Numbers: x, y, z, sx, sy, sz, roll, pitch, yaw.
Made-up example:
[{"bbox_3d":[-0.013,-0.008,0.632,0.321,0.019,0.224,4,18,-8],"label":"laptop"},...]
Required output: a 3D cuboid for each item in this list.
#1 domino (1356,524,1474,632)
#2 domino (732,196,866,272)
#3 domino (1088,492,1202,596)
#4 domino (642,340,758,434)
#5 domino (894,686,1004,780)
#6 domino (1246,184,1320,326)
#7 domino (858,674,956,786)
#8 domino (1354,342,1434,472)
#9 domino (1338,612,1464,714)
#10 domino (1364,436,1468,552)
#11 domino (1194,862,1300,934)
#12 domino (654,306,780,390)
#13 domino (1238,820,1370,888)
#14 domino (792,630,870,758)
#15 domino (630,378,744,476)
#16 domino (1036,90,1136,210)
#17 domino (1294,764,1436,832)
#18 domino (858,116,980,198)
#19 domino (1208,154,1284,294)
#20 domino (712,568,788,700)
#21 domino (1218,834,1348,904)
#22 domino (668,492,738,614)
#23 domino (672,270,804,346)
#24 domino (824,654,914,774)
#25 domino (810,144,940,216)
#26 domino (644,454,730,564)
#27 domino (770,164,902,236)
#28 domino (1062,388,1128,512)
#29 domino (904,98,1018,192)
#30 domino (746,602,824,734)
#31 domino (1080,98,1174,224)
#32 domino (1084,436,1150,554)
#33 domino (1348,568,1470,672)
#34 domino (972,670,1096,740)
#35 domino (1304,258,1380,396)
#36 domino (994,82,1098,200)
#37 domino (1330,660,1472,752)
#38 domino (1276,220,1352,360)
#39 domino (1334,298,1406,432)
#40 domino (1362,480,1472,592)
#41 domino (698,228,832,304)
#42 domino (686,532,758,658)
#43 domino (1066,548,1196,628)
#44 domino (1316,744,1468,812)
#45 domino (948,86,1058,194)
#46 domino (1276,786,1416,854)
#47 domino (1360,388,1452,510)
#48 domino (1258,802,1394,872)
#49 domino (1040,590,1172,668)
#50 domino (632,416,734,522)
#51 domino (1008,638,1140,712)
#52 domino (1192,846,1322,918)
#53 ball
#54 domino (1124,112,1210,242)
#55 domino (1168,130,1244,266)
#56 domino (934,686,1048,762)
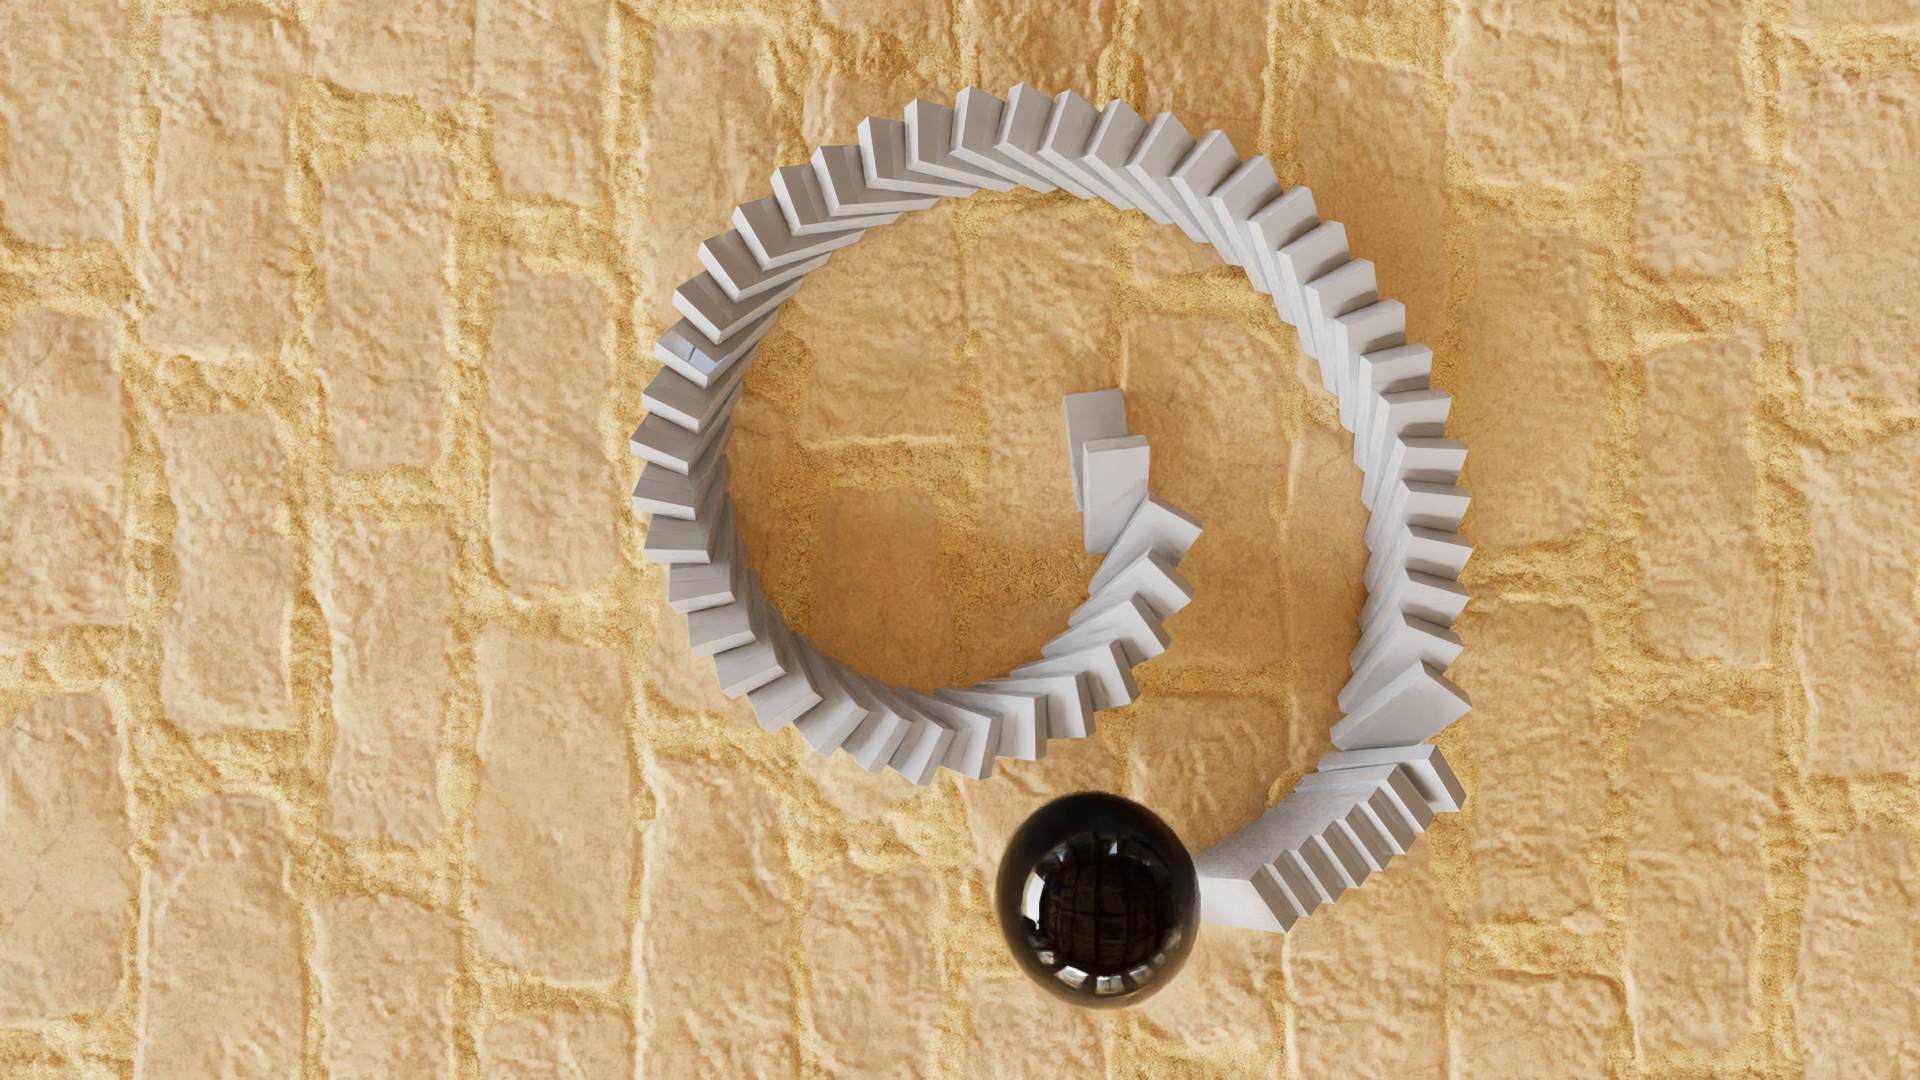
[{"bbox_3d":[0.189,0.019,0.382,0.025,0.009,0.050,11,123,0],"label":"domino"},{"bbox_3d":[-0.066,-0.132,0.382,0.050,0.009,0.025,-31,90,-34],"label":"domino"},{"bbox_3d":[0.077,0.007,0.384,0.025,0.010,0.050,29,119,0],"label":"domino"},{"bbox_3d":[-0.107,-0.069,0.382,0.025,0.010,0.050,26,56,0],"label":"domino"},{"bbox_3d":[-0.008,0.080,0.382,0.050,0.010,0.025,12,90,34],"label":"domino"},{"bbox_3d":[0.140,-0.118,0.382,0.025,0.009,0.050,-35,123,0],"label":"domino"},{"bbox_3d":[-0.028,0.078,0.382,0.050,0.009,0.025,26,90,35],"label":"domino"},{"bbox_3d":[0.180,-0.055,0.382,0.025,0.010,0.050,-12,123,0],"label":"domino"},{"bbox_3d":[0.183,0.056,0.383,0.025,0.010,0.050,21,123,0],"label":"domino"},{"bbox_3d":[0.189,-0.018,0.382,0.025,0.009,0.050,2,123,0],"label":"domino"},{"bbox_3d":[0.112,0.146,0.376,0.010,0.050,0.025,-35,90,-29],"label":"domino"},{"bbox_3d":[-0.101,-0.087,0.382,0.025,0.009,0.050,34,56,0],"label":"domino"},{"bbox_3d":[0.139,0.128,0.376,0.010,0.050,0.025,-35,90,-29],"label":"domino"},{"bbox_3d":[-0.062,0.063,0.382,0.025,0.009,0.050,-48,55,0],"label":"domino"},{"bbox_3d":[-0.113,-0.052,0.382,0.025,0.010,0.050,22,56,0],"label":"domino"},{"bbox_3d":[0.057,-0.162,0.382,0.050,0.009,0.025,19,89,-33],"label":"domino"},{"bbox_3d":[0.164,0.107,0.376,0.009,0.050,0.025,-37,90,-30],"label":"domino"},{"bbox_3d":[-0.017,-0.159,0.382,0.050,0.010,0.025,-8,90,-33],"label":"domino"},{"bbox_3d":[0.126,-0.131,0.382,0.025,0.009,0.050,-43,123,0],"label":"domino"},{"bbox_3d":[-0.091,0.038,0.382,0.025,0.009,0.050,-25,55,0],"label":"domino"},{"bbox_3d":[0.130,0.134,0.376,0.009,0.050,0.025,-35,90,-29],"label":"domino"},{"bbox_3d":[-0.107,0.005,0.382,0.025,0.010,0.050,-10,56,0],"label":"domino"},{"bbox_3d":[-0.092,-0.104,0.382,0.025,0.010,0.050,43,56,0],"label":"domino"},{"bbox_3d":[-0.045,0.072,0.382,0.050,0.009,0.025,33,90,35],"label":"domino"},{"bbox_3d":[-0.035,-0.151,0.382,0.050,0.010,0.025,-18,90,-33],"label":"domino"},{"bbox_3d":[-0.113,-0.014,0.382,0.025,0.010,0.050,1,56,0],"label":"domino"},{"bbox_3d":[-0.051,-0.143,0.382,0.050,0.009,0.025,-21,90,-33],"label":"domino"},{"bbox_3d":[0.060,-0.038,0.395,0.025,0.009,0.050,-7,90,0],"label":"domino"},{"bbox_3d":[0.001,-0.164,0.382,0.050,0.010,0.025,-1,90,-34],"label":"domino"},{"bbox_3d":[-0.079,0.052,0.382,0.025,0.009,0.050,-35,55,0],"label":"domino"},{"bbox_3d":[0.075,-0.157,0.382,0.050,0.009,0.025,25,90,-33],"label":"domino"},{"bbox_3d":[0.065,-0.018,0.382,0.025,0.010,0.050,-6,124,-1],"label":"domino"},{"bbox_3d":[0.187,0.037,0.383,0.025,0.010,0.050,15,123,0],"label":"domino"},{"bbox_3d":[0.030,0.070,0.382,0.050,0.009,0.025,-11,90,34],"label":"domino"},{"bbox_3d":[0.162,-0.088,0.382,0.025,0.009,0.050,-27,123,0],"label":"domino"},{"bbox_3d":[0.039,-0.165,0.382,0.050,0.009,0.025,16,89,-33],"label":"domino"},{"bbox_3d":[0.183,0.074,0.382,0.025,0.009,0.050,35,122,-5],"label":"domino"},{"bbox_3d":[0.151,-0.104,0.382,0.025,0.010,0.050,-31,123,0],"label":"domino"},{"bbox_3d":[0.172,-0.072,0.382,0.025,0.009,0.050,-20,123,0],"label":"domino"},{"bbox_3d":[0.190,0.000,0.382,0.025,0.009,0.050,6,123,0],"label":"domino"},{"bbox_3d":[-0.081,-0.120,0.382,0.050,0.009,0.025,-37,90,-34],"label":"domino"},{"bbox_3d":[-0.100,0.022,0.382,0.025,0.010,0.050,-17,56,0],"label":"domino"},{"bbox_3d":[0.071,0.028,0.381,0.025,0.010,0.050,44,126,-1],"label":"domino"},{"bbox_3d":[0.176,0.099,0.376,0.010,0.050,0.025,-38,98,-36],"label":"domino"},{"bbox_3d":[0.020,-0.166,0.382,0.050,0.009,0.025,8,90,-33],"label":"domino"},{"bbox_3d":[0.157,0.116,0.376,0.009,0.050,0.025,-37,90,-30],"label":"domino"},{"bbox_3d":[0.185,-0.037,0.382,0.025,0.009,0.050,-6,123,0],"label":"domino"},{"bbox_3d":[0.148,0.122,0.376,0.009,0.050,0.025,-37,90,-30],"label":"domino"},{"bbox_3d":[0.060,0.044,0.382,0.050,0.009,0.025,-35,90,35],"label":"domino"},{"bbox_3d":[-0.115,-0.033,0.382,0.025,0.010,0.050,11,55,0],"label":"domino"},{"bbox_3d":[0.047,0.060,0.382,0.050,0.010,0.025,-22,90,35],"label":"domino"},{"bbox_3d":[0.121,0.139,0.376,0.009,0.050,0.025,-35,90,-29],"label":"domino"},{"bbox_3d":[0.054,0.140,0.360,0.080,0.080,0.080,0,90,0],"label":"ball"},{"bbox_3d":[0.093,-0.150,0.382,0.050,0.010,0.025,32,90,-33],"label":"domino"},{"bbox_3d":[0.110,-0.142,0.382,0.025,0.009,0.050,-50,123,0],"label":"domino"},{"bbox_3d":[0.012,0.076,0.382,0.050,0.010,0.025,-1,90,35],"label":"domino"}]
